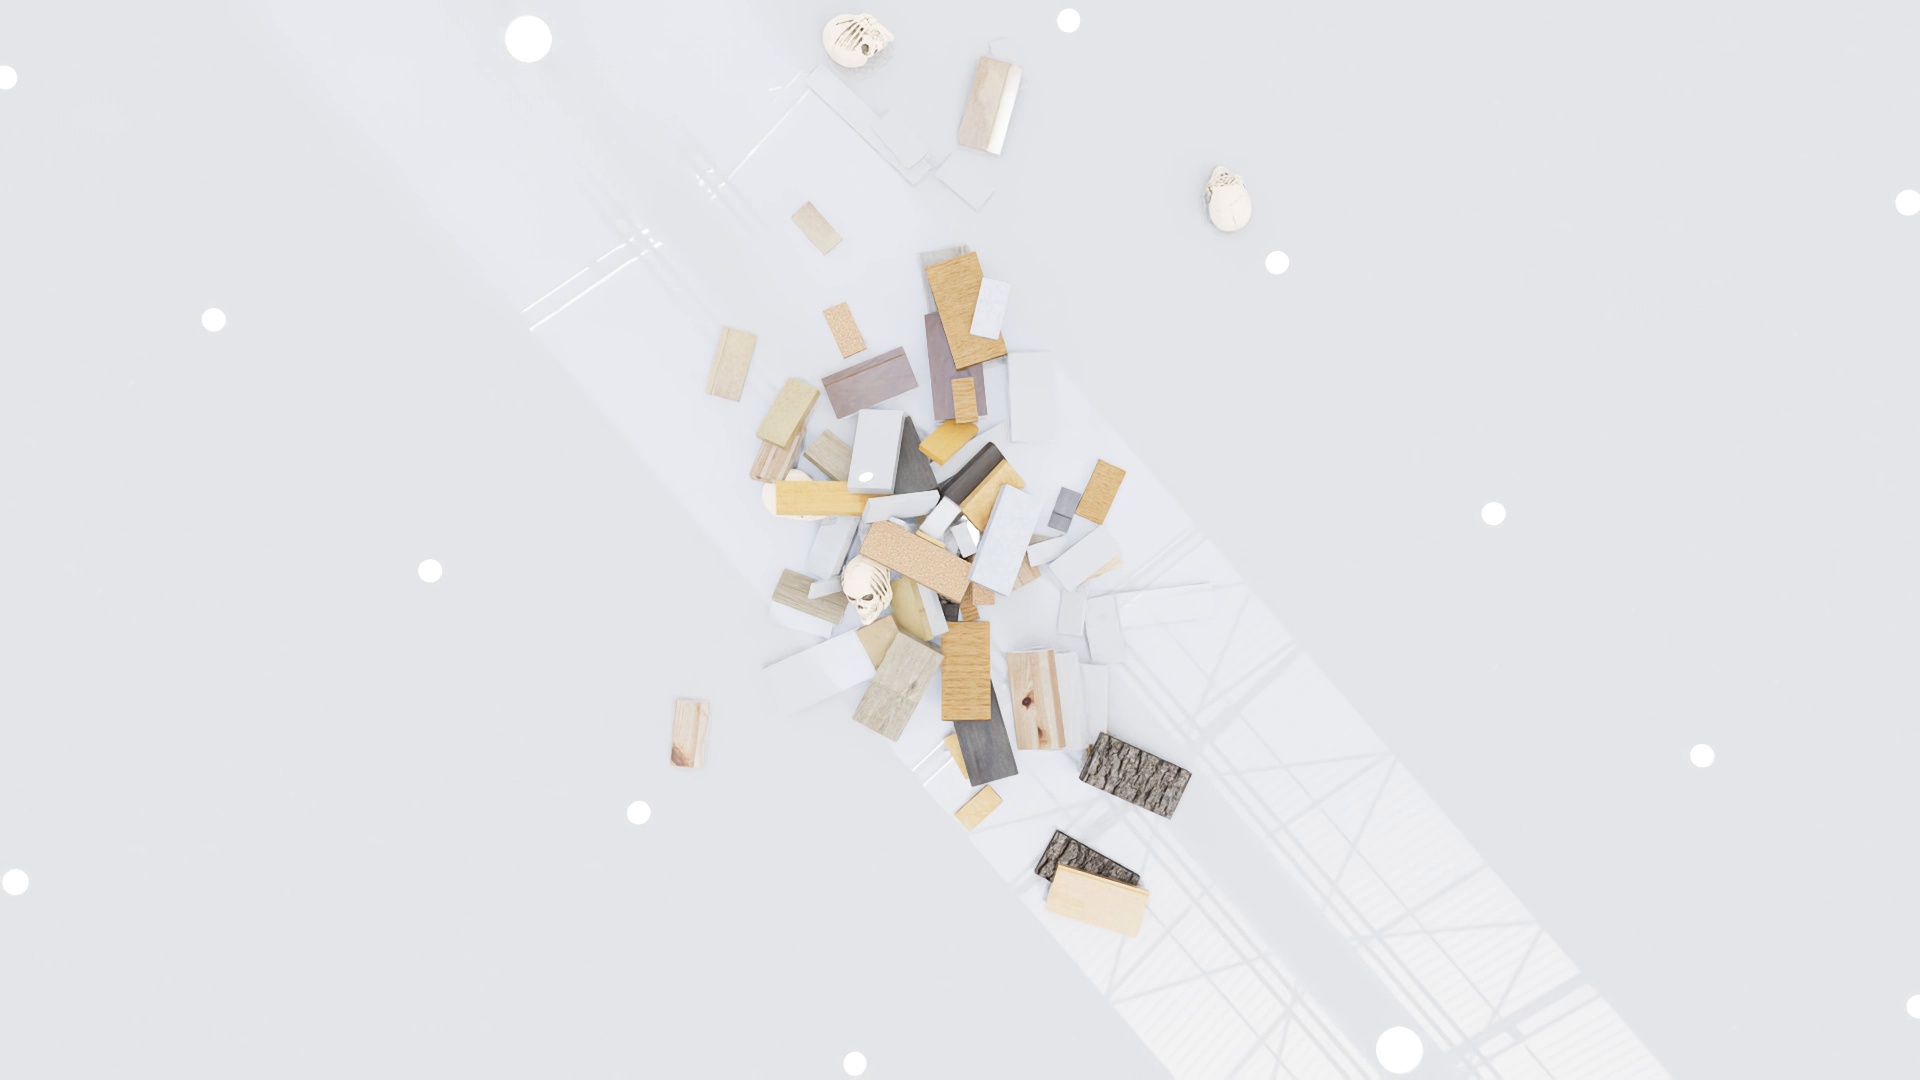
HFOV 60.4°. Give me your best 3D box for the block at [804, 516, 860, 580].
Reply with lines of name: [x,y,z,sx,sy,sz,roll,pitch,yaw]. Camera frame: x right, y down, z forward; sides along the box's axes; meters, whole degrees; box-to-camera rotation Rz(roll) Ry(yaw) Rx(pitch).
block: [-0.420,0.008,5.438,0.118,0.034,0.237,27,99,36]

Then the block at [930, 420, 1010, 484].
block: [0.031,-0.285,5.457,0.375,0.021,0.072,-30,90,-10]

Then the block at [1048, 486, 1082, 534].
block: [0.347,-0.100,5.490,0.070,0.020,0.140,20,90,0]

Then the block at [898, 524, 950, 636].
block: [-0.144,0.138,5.450,0.111,0.031,0.374,-19,89,40]

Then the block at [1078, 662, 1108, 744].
block: [0.418,0.541,5.450,0.131,0.037,0.263,2,93,19]

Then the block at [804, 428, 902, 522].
block: [-0.331,-0.203,5.445,0.388,0.034,0.118,39,66,5]

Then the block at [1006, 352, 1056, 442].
block: [0.233,-0.473,5.465,0.146,0.041,0.292,-2,89,-9]

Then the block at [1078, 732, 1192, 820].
block: [0.578,0.777,5.431,0.340,0.048,0.170,25,90,-15]

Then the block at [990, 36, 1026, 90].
block: [0.159,-1.581,5.488,0.084,0.024,0.167,-15,90,0]

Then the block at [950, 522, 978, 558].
block: [0.014,0.000,5.415,0.054,0.015,0.107,-23,83,-6]

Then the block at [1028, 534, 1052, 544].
block: [0.220,0.005,5.462,0.200,0.015,0.054,8,83,-16]

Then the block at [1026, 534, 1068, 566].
block: [0.289,0.035,5.461,0.140,0.020,0.070,-16,102,-13]

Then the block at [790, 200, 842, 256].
block: [-0.477,-1.037,5.488,0.084,0.024,0.167,-42,90,0]

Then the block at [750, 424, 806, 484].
block: [-0.598,-0.291,5.422,0.114,0.032,0.229,12,63,14]

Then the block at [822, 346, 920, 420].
block: [-0.298,-0.521,5.479,0.291,0.041,0.145,-22,90,0]

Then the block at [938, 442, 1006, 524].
block: [0.041,-0.189,5.429,0.271,0.032,0.112,-45,120,-10]

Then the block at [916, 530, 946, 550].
block: [-0.098,0.002,5.389,0.103,0.051,0.015,28,76,0]

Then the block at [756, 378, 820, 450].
block: [-0.567,-0.416,5.435,0.114,0.032,0.229,23,73,19]

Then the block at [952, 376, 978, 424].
block: [0.016,-0.456,5.388,0.072,0.021,0.145,-7,89,0]

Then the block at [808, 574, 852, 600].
block: [-0.425,0.151,5.385,0.015,0.237,0.051,22,105,21]

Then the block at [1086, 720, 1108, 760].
block: [0.453,0.648,5.488,0.082,0.023,0.164,-7,90,0]

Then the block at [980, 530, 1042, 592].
block: [0.169,0.046,5.467,0.112,0.032,0.223,-27,90,-19]

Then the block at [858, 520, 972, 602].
block: [-0.138,0.064,5.368,0.368,0.037,0.131,27,78,-7]

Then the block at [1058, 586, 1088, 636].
block: [0.375,0.231,5.469,0.082,0.023,0.164,8,90,30]

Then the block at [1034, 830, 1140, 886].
block: [0.422,1.110,5.478,0.314,0.044,0.157,29,90,0]

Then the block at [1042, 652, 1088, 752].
block: [0.327,0.534,5.436,0.157,0.044,0.314,-7,90,35]

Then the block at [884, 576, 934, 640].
block: [-0.169,0.233,5.452,0.111,0.031,0.222,-17,90,40]

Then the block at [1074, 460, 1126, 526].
block: [0.467,-0.158,5.486,0.099,0.028,0.197,25,90,0]

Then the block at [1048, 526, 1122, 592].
block: [0.412,0.063,5.450,0.222,0.031,0.111,-37,84,-6]

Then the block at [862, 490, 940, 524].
block: [-0.191,-0.108,5.326,0.239,0.099,0.028,-8,60,-23]

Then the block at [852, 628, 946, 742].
block: [-0.203,0.478,5.425,0.170,0.048,0.340,29,103,-1]

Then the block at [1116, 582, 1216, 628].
block: [0.675,0.217,5.484,0.335,0.031,0.111,-7,90,0]

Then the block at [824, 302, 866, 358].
block: [-0.383,-0.698,5.488,0.085,0.024,0.169,-24,90,0]

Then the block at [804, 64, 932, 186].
block: [-0.306,-1.382,5.488,0.502,0.024,0.085,43,90,0]

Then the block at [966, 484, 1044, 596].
block: [0.149,0.001,5.404,0.145,0.041,0.338,24,79,-20]

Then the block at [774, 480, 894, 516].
block: [-0.388,-0.135,5.369,0.423,0.031,0.108,0,68,-13]

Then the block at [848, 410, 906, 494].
block: [-0.273,-0.289,5.396,0.146,0.041,0.292,3,64,10]

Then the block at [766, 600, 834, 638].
block: [-0.523,0.246,5.485,0.217,0.031,0.108,15,90,0]
